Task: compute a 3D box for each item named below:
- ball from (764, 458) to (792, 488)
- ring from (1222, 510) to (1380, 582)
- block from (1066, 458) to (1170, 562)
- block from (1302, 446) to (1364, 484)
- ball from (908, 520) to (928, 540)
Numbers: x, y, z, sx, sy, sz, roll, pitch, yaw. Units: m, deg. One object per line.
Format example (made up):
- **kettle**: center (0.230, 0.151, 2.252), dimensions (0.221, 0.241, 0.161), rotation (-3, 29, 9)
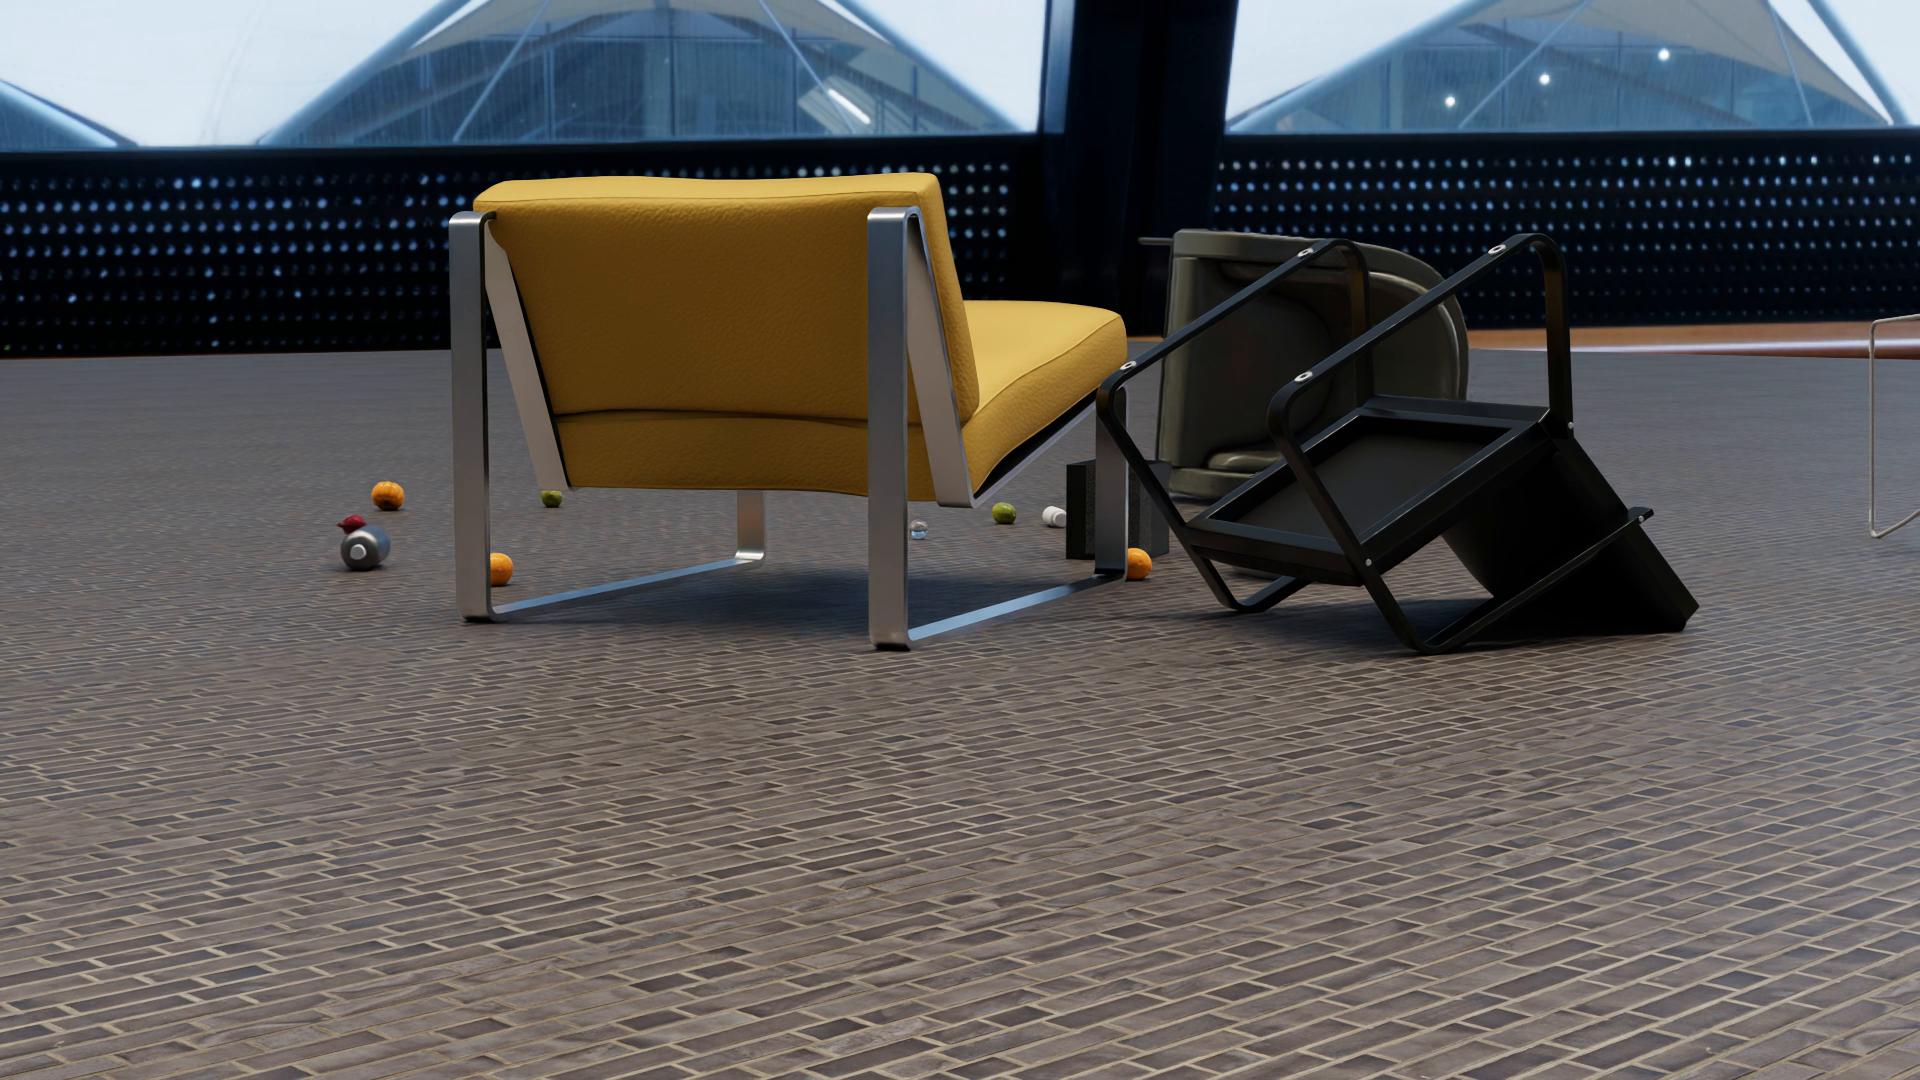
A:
- **ball**: center (-0.568, -0.210, 8.010), dimensions (0.092, 0.092, 0.092), rotation (0, 6, 0)
- **ring**: center (0.752, 0.012, 5.653), dimensions (0.348, 0.135, 0.345), rotation (-2, 7, -28)
- **block**: center (0.373, -0.072, 6.034), dimensions (0.180, 0.220, 0.218), rotation (2, 6, 23)
- **block**: center (1.193, -0.240, 8.197), dimensions (0.153, 0.112, 0.150), rotation (3, 7, 30)
- **ball**: center (-0.104, -0.026, 6.424), dimensions (0.050, 0.050, 0.050), rotation (0, 6, 0)
